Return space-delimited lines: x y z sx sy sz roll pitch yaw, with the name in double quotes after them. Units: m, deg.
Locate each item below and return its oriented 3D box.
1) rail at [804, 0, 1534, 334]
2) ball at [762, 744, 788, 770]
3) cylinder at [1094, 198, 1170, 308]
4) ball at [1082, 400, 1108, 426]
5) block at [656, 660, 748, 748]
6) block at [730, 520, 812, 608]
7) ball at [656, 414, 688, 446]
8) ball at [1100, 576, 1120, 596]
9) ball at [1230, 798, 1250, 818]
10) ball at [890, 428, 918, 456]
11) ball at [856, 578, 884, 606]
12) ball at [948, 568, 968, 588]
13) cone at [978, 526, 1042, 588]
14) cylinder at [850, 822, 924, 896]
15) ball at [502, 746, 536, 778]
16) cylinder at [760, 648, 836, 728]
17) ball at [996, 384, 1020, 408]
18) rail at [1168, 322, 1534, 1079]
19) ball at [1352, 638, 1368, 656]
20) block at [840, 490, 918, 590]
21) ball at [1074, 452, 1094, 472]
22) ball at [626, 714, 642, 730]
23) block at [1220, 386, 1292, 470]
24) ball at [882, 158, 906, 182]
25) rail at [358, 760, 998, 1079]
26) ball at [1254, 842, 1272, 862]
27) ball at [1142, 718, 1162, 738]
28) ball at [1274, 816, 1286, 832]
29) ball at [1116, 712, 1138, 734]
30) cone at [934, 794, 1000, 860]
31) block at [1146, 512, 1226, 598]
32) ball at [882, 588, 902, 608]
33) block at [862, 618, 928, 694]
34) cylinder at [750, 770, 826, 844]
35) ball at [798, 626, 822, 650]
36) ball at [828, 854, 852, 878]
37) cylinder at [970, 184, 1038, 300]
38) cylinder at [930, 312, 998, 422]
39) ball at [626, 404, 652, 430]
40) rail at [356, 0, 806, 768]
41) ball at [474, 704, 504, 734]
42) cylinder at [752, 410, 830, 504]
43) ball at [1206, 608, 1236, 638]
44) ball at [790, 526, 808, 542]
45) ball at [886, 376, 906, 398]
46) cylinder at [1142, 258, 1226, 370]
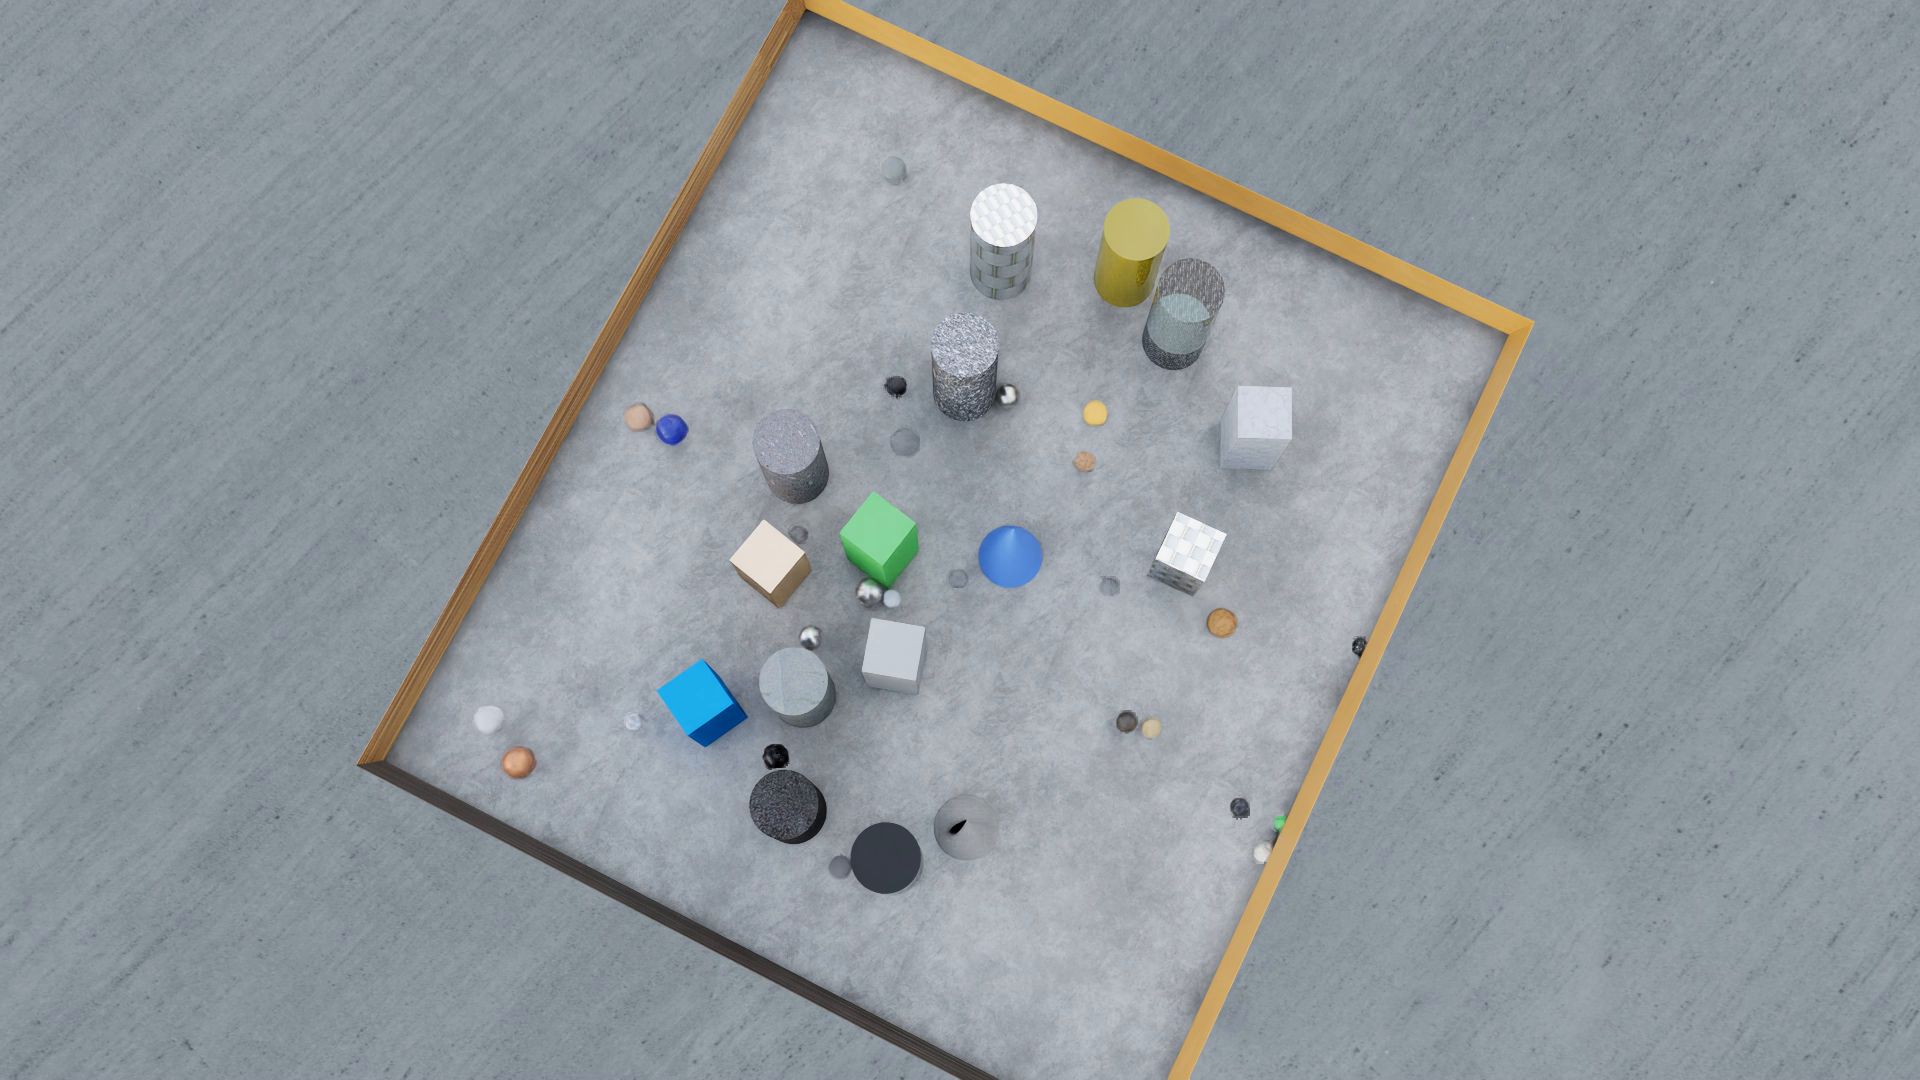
0.614 -1.196 5.798 2.551 0.127 0.045 26 80 5 "rail"
-0.547 0.642 5.444 0.077 0.077 0.077 0 78 0 "ball"
0.519 -0.870 5.583 0.195 0.418 0.195 0 78 0 "cylinder"
0.417 -0.393 5.659 0.076 0.076 0.076 0 78 0 "ball"
-0.745 0.478 5.330 0.156 0.367 0.156 -35 80 -7 "block"
-0.561 0.075 5.459 0.156 0.277 0.156 38 81 7 "block"
-0.886 -0.339 5.638 0.095 0.095 0.095 0 78 0 "ball"
0.452 0.142 5.557 0.061 0.061 0.061 0 78 0 "ball"
0.827 0.791 5.423 0.058 0.058 0.058 0 78 0 "ball"
-0.170 -0.299 5.634 0.088 0.088 0.088 0 78 0 "ball"
-0.274 0.158 5.541 0.085 0.085 0.085 0 78 0 "ball"
-0.005 0.118 5.561 0.061 0.061 0.061 0 78 0 "ball"
0.154 0.010 5.409 0.195 0.403 0.195 0 78 0 "cone"
-0.205 0.914 5.230 0.195 0.387 0.195 0 78 0 "cylinder"
-1.307 0.658 5.431 0.097 0.097 0.097 0 78 0 "ball"
-0.471 0.434 5.352 0.195 0.343 0.195 0 78 0 "cylinder"
0.148 -0.445 5.670 0.076 0.076 0.076 0 78 0 "ball"
1.120 0.555 5.436 0.045 0.127 2.793 26 80 5 "rail"
1.208 0.322 5.523 0.053 0.053 0.053 0 78 0 "ball"
-0.235 0.006 5.417 0.156 0.388 0.156 37 81 7 "block"
0.383 -0.239 5.635 0.061 0.061 0.061 0 78 0 "ball"
-0.976 0.545 5.479 0.049 0.049 0.049 0 78 0 "ball"
0.885 -0.333 5.498 0.156 0.368 0.156 2 78 0 "block"
-0.209 -1.176 5.819 0.080 0.080 0.080 0 78 0 "ball"
-0.614 1.209 5.301 2.551 0.127 0.045 26 80 5 "rail"
0.894 0.918 5.395 0.059 0.059 0.059 0 78 0 "ball"
0.571 0.561 5.470 0.060 0.060 0.060 0 78 0 "ball"
0.952 0.838 5.419 0.047 0.047 0.047 0 78 0 "ball"
0.497 0.545 5.471 0.064 0.064 0.064 0 78 0 "ball"
0.019 0.812 5.239 0.195 0.409 0.195 0 78 0 "cone"
0.674 0.046 5.472 0.156 0.265 0.156 25 79 5 "block"
-0.206 0.176 5.551 0.056 0.056 0.056 0 78 0 "ball"
-0.189 0.344 5.373 0.156 0.338 0.156 10 78 2 "block"
-0.493 0.773 5.292 0.195 0.323 0.195 0 78 0 "cylinder"
-0.449 0.293 5.519 0.072 0.072 0.072 0 78 0 "ball"
-0.351 0.959 5.384 0.067 0.067 0.067 0 78 0 "ball"
0.128 -0.899 5.564 0.195 0.467 0.195 0 78 0 "cylinder"
0.014 -0.512 5.481 0.195 0.473 0.195 0 78 0 "cylinder"
-0.991 -0.379 5.653 0.081 0.081 0.081 0 78 0 "ball"
-1.120 -0.542 5.663 0.045 0.127 2.793 26 80 5 "rail"
-1.403 0.535 5.462 0.086 0.086 0.086 0 78 0 "ball"
-0.501 -0.245 5.471 0.195 0.385 0.195 0 78 0 "cylinder"
0.787 0.249 5.520 0.088 0.088 0.088 0 78 0 "ball"
-0.490 -0.018 5.593 0.055 0.055 0.055 0 78 0 "ball"
-0.198 -0.477 5.681 0.067 0.067 0.067 0 78 0 "ball"
0.668 -0.674 5.517 0.195 0.468 0.195 0 78 0 "cylinder"
